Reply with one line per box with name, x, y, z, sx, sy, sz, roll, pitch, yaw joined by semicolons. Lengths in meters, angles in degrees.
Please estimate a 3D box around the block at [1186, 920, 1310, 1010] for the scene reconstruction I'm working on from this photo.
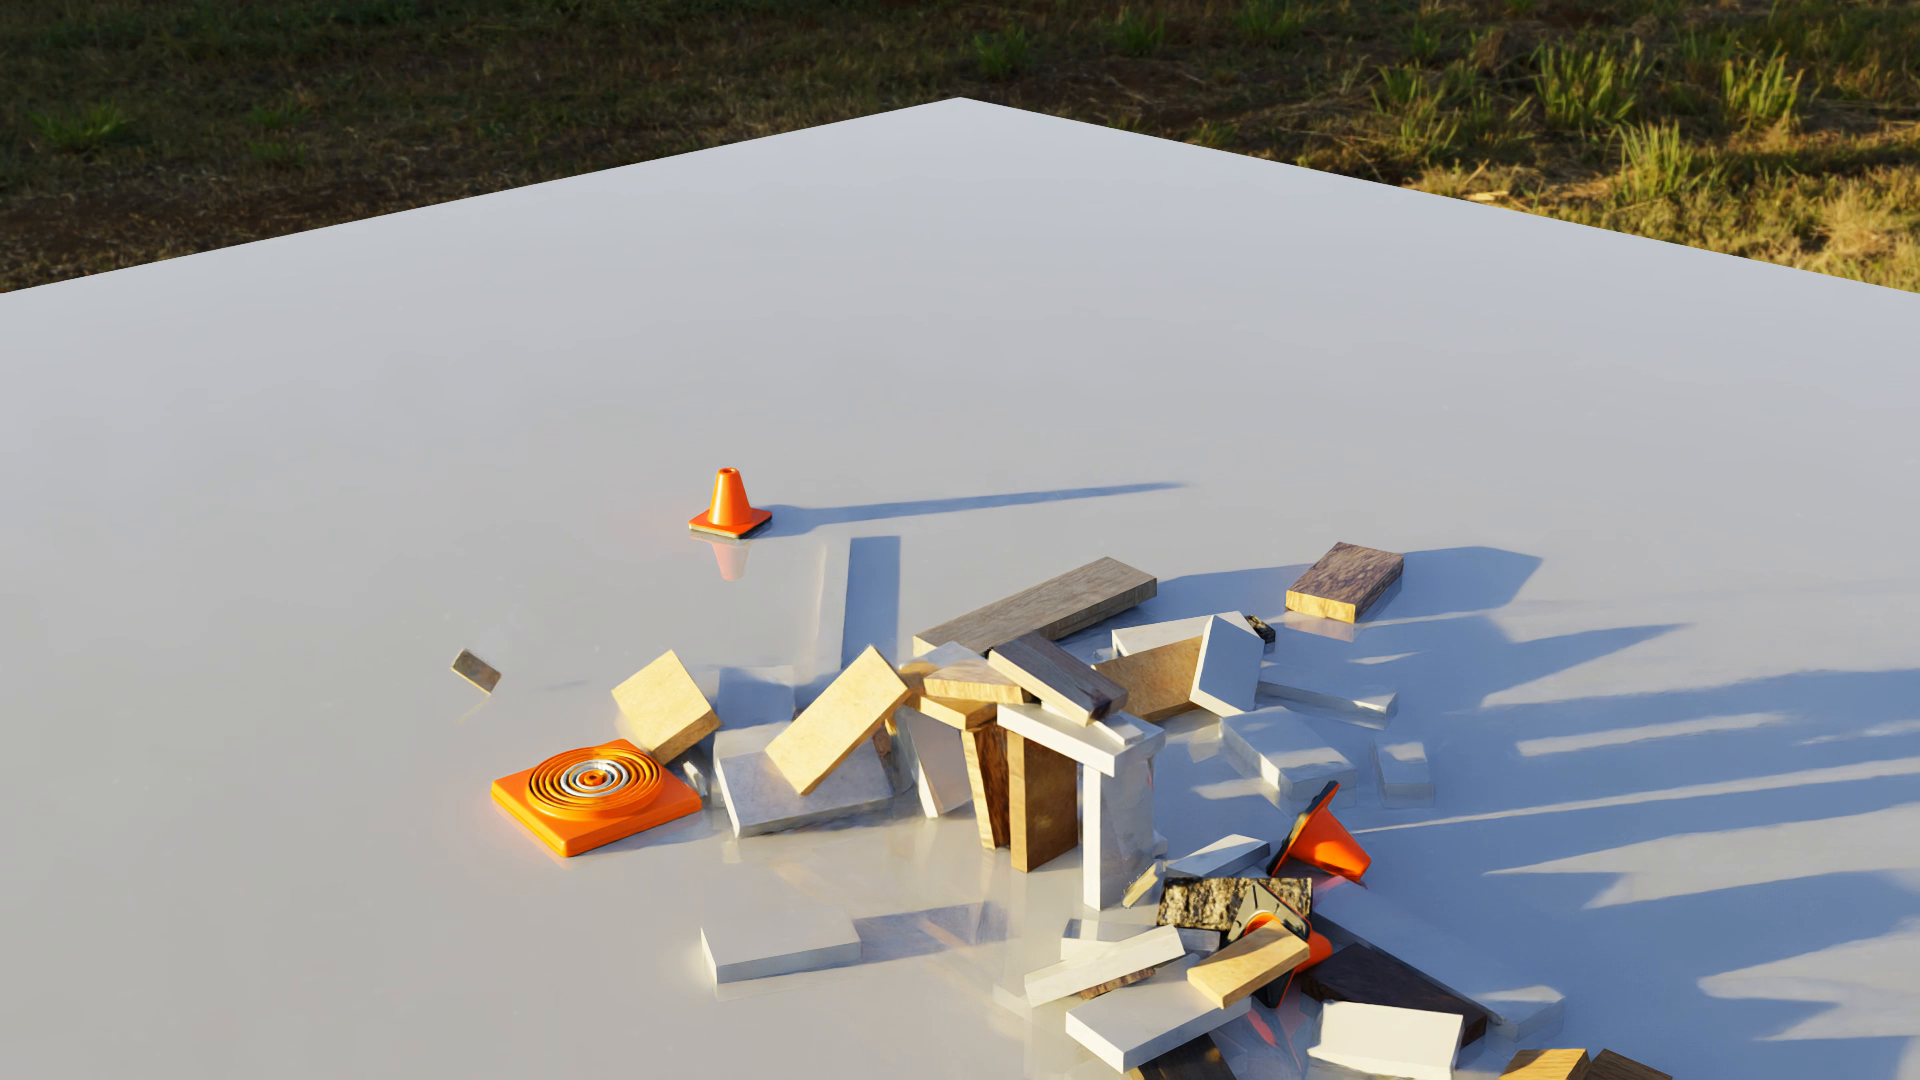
block;0.494;0.725;3.760;0.191;0.027;0.095;-25;31;-24

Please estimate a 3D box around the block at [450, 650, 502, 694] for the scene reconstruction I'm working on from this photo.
block;-1.085;0.296;4.931;0.015;0.104;0.052;-32;25;59

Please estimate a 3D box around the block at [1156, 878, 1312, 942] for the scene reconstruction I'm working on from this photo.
block;0.507;0.680;4.054;0.275;0.039;0.138;-2;27;13

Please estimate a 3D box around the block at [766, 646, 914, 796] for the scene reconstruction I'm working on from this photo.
block;-0.242;0.361;4.388;0.122;0.303;0.035;48;8;24

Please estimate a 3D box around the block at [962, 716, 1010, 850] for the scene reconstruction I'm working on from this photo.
block;0.078;0.473;4.337;0.121;0.241;0.034;-21;16;-41

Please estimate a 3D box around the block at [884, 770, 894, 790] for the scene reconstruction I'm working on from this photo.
block;-0.198;0.494;4.572;0.132;0.019;0.066;14;27;29

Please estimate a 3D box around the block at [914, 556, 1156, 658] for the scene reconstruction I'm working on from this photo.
block;0.186;0.180;5.241;0.625;0.049;0.175;-21;31;-36

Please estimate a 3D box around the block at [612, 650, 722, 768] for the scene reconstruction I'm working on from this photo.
block;-0.637;0.362;4.752;0.161;0.046;0.322;-35;30;-7

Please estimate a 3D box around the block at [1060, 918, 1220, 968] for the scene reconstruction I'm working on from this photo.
block;0.326;0.727;3.945;0.275;0.039;0.138;4;5;8

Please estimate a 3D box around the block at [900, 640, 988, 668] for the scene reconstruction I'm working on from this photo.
block;0.051;0.339;4.843;0.349;0.049;0.175;27;34;34

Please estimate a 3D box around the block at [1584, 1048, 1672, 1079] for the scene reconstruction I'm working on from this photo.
block;1.045;0.915;3.561;0.119;0.034;0.239;18;29;37

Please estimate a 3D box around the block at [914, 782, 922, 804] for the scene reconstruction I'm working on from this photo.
block;-0.067;0.467;4.493;0.018;0.129;0.064;10;23;44

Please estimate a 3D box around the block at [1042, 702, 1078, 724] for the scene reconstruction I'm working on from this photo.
block;0.203;0.317;4.137;0.092;0.013;0.046;20;30;39

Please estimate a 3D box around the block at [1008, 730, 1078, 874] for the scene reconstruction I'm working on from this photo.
block;0.161;0.481;4.250;0.146;0.292;0.041;-21;28;-41

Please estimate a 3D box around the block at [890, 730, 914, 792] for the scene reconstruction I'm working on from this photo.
block;-0.113;0.450;4.535;0.018;0.129;0.064;10;25;33

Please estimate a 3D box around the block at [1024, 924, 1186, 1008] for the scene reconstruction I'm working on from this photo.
block;0.248;0.734;3.801;0.275;0.039;0.138;-19;-4;0

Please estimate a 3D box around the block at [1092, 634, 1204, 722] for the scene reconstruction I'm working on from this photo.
block;0.453;0.314;4.877;0.309;0.044;0.154;-13;55;-28

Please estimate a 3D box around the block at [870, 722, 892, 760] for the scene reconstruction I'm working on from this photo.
block;-0.175;0.414;4.689;0.087;0.025;0.192;46;34;4

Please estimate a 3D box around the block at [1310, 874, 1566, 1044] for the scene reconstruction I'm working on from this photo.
block;0.832;0.746;3.955;0.133;0.038;0.514;-18;29;-36

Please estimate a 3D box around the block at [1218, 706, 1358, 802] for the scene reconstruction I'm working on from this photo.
block;0.691;0.448;4.649;0.154;0.044;0.309;-9;25;-21

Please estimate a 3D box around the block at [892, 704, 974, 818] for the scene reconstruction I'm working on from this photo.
block;-0.051;0.427;4.456;0.121;0.241;0.034;-22;6;-42

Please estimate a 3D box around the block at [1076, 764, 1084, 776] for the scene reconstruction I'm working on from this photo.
block;0.211;0.461;4.623;0.052;0.015;0.104;25;5;-38

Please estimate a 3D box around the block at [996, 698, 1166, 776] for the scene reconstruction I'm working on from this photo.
block;0.226;0.350;4.129;0.293;0.041;0.146;21;31;40

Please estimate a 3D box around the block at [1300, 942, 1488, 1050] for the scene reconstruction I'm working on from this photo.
block;0.751;0.803;3.816;0.145;0.041;0.290;-18;29;-37

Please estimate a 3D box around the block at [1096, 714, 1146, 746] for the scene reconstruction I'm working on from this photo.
block;0.296;0.350;4.061;0.046;0.013;0.092;-13;26;-28

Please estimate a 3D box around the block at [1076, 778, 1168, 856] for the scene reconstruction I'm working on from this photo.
block;0.268;0.552;4.426;0.095;0.027;0.357;-15;27;-31

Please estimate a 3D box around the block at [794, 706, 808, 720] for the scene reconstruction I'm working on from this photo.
block;-0.300;0.399;4.732;0.074;0.021;0.148;-18;28;-27

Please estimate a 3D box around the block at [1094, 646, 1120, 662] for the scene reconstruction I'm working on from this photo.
block;0.380;0.265;5.114;0.121;0.017;0.061;-10;25;-22

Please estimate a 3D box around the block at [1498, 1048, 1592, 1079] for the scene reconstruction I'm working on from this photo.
block;0.918;0.896;3.548;0.119;0.034;0.238;-12;11;39

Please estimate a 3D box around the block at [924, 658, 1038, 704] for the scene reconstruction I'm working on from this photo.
block;0.063;0.273;4.258;0.245;0.035;0.122;2;18;41

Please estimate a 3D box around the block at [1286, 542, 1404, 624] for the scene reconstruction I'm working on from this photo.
block;0.958;0.103;5.455;0.175;0.049;0.349;13;26;27

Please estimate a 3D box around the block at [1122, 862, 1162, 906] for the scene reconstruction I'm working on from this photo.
block;0.342;0.644;4.116;0.013;0.092;0.046;39;28;-5

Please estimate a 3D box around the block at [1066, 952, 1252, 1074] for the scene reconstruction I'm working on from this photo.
block;0.337;0.798;3.723;0.290;0.041;0.145;-17;28;-34

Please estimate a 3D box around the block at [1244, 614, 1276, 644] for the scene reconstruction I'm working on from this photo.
block;0.631;0.226;5.191;0.202;0.029;0.101;-10;25;-23

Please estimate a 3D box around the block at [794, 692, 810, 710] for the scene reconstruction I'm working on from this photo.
block;-0.393;0.354;4.845;0.074;0.021;0.148;-12;26;-26

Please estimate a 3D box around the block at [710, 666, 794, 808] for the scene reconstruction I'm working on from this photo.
block;-0.435;0.412;4.657;0.161;0.046;0.447;-2;31;-3

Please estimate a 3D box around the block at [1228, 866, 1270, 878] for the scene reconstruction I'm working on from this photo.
block;0.569;0.663;4.175;0.066;0.019;0.132;-13;26;-29

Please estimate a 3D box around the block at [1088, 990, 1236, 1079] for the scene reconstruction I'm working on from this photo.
block;0.397;0.928;3.521;0.145;0.041;0.779;-6;24;-14

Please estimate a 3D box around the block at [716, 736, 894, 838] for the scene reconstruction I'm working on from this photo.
block;-0.314;0.493;4.442;0.322;0.046;0.161;-9;55;-20

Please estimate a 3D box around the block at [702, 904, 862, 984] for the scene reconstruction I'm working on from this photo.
block;-0.325;0.731;3.990;0.265;0.038;0.133;-7;24;-16

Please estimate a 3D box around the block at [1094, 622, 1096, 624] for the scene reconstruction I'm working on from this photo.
block;0.323;0.166;5.348;0.061;0.017;0.121;9;25;21

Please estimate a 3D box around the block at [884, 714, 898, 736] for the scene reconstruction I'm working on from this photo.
block;-0.127;0.353;4.521;0.064;0.129;0.018;-35;48;-19

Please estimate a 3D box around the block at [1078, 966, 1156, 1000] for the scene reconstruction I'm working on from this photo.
block;0.268;0.757;3.784;0.132;0.019;0.066;-19;-4;-3

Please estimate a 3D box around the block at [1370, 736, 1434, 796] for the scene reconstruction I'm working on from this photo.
block;0.926;0.474;4.608;0.101;0.029;0.202;1;23;2

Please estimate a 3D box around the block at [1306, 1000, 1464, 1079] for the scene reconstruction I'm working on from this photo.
block;0.711;0.836;3.674;0.239;0.034;0.119;2;35;25

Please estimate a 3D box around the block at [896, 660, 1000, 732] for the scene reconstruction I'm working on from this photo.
block;-0.035;0.308;4.393;0.241;0.034;0.121;20;30;40

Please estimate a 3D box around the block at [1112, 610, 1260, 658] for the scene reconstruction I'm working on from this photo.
block;0.522;0.237;5.077;0.309;0.044;0.154;-8;24;-10

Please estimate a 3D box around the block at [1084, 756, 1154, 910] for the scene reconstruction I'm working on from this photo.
block;0.299;0.535;4.124;0.146;0.293;0.041;-20;28;-38

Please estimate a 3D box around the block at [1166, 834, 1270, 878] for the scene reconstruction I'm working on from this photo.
block;0.498;0.619;4.239;0.191;0.027;0.095;-19;16;-37

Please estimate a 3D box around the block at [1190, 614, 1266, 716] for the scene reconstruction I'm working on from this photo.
block;0.596;0.288;4.886;0.133;0.038;0.266;27;38;-5

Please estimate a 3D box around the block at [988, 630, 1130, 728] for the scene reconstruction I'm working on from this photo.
block;0.185;0.260;4.148;0.245;0.035;0.122;32;35;32

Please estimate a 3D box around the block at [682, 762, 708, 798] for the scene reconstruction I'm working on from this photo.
block;-0.543;0.490;4.501;0.015;0.052;0.103;-21;12;-16

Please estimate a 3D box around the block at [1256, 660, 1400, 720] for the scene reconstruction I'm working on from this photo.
block;0.771;0.327;4.955;0.415;0.029;0.101;11;25;24

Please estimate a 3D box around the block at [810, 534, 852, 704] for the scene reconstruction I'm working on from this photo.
block;-0.308;0.188;5.296;0.061;0.017;0.994;0;23;-1
